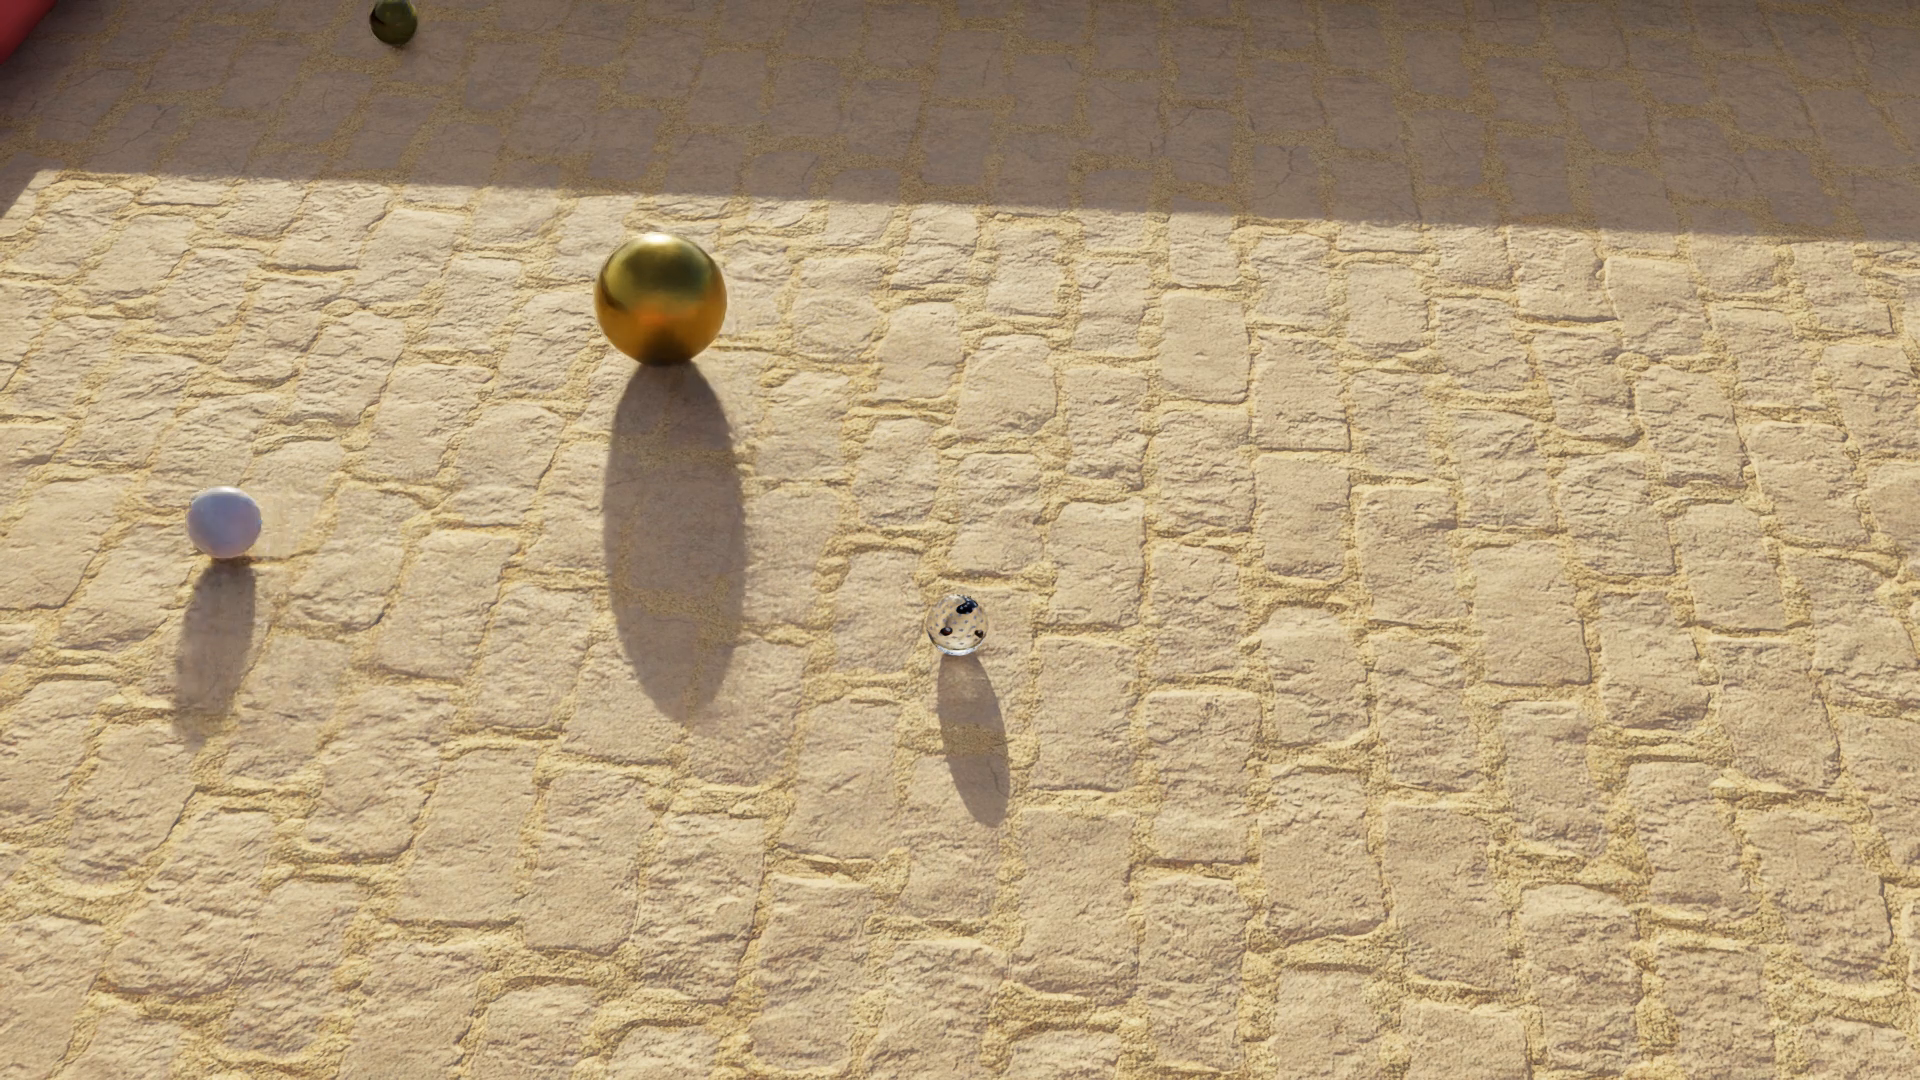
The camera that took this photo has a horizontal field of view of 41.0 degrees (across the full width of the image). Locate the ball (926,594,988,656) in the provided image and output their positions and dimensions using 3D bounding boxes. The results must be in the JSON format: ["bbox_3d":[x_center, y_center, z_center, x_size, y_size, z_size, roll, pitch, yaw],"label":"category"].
[{"bbox_3d":[-0.002,0.055,1.651,0.040,0.040,0.040,0,36,0],"label":"ball"}]

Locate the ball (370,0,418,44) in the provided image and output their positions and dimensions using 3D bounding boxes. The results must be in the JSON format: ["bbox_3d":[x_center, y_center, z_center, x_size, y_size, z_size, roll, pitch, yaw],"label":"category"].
[{"bbox_3d":[-0.528,-0.484,2.392,0.045,0.045,0.045,0,36,0],"label":"ball"}]

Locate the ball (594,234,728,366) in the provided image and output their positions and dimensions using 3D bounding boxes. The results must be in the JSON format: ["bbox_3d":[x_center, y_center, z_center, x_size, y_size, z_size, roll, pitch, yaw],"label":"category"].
[{"bbox_3d":[-0.224,-0.180,1.925,0.099,0.099,0.099,0,36,0],"label":"ball"}]

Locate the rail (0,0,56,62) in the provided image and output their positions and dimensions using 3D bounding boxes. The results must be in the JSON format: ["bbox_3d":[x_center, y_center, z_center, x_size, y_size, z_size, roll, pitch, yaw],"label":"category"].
[{"bbox_3d":[-0.920,-0.072,1.749,0.045,0.129,2.152,3,36,4],"label":"rail"}]

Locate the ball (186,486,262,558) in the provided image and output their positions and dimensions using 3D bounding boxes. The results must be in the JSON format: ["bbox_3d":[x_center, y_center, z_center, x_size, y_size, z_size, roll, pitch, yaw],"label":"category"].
[{"bbox_3d":[-0.497,-0.012,1.735,0.049,0.049,0.049,0,36,0],"label":"ball"}]
